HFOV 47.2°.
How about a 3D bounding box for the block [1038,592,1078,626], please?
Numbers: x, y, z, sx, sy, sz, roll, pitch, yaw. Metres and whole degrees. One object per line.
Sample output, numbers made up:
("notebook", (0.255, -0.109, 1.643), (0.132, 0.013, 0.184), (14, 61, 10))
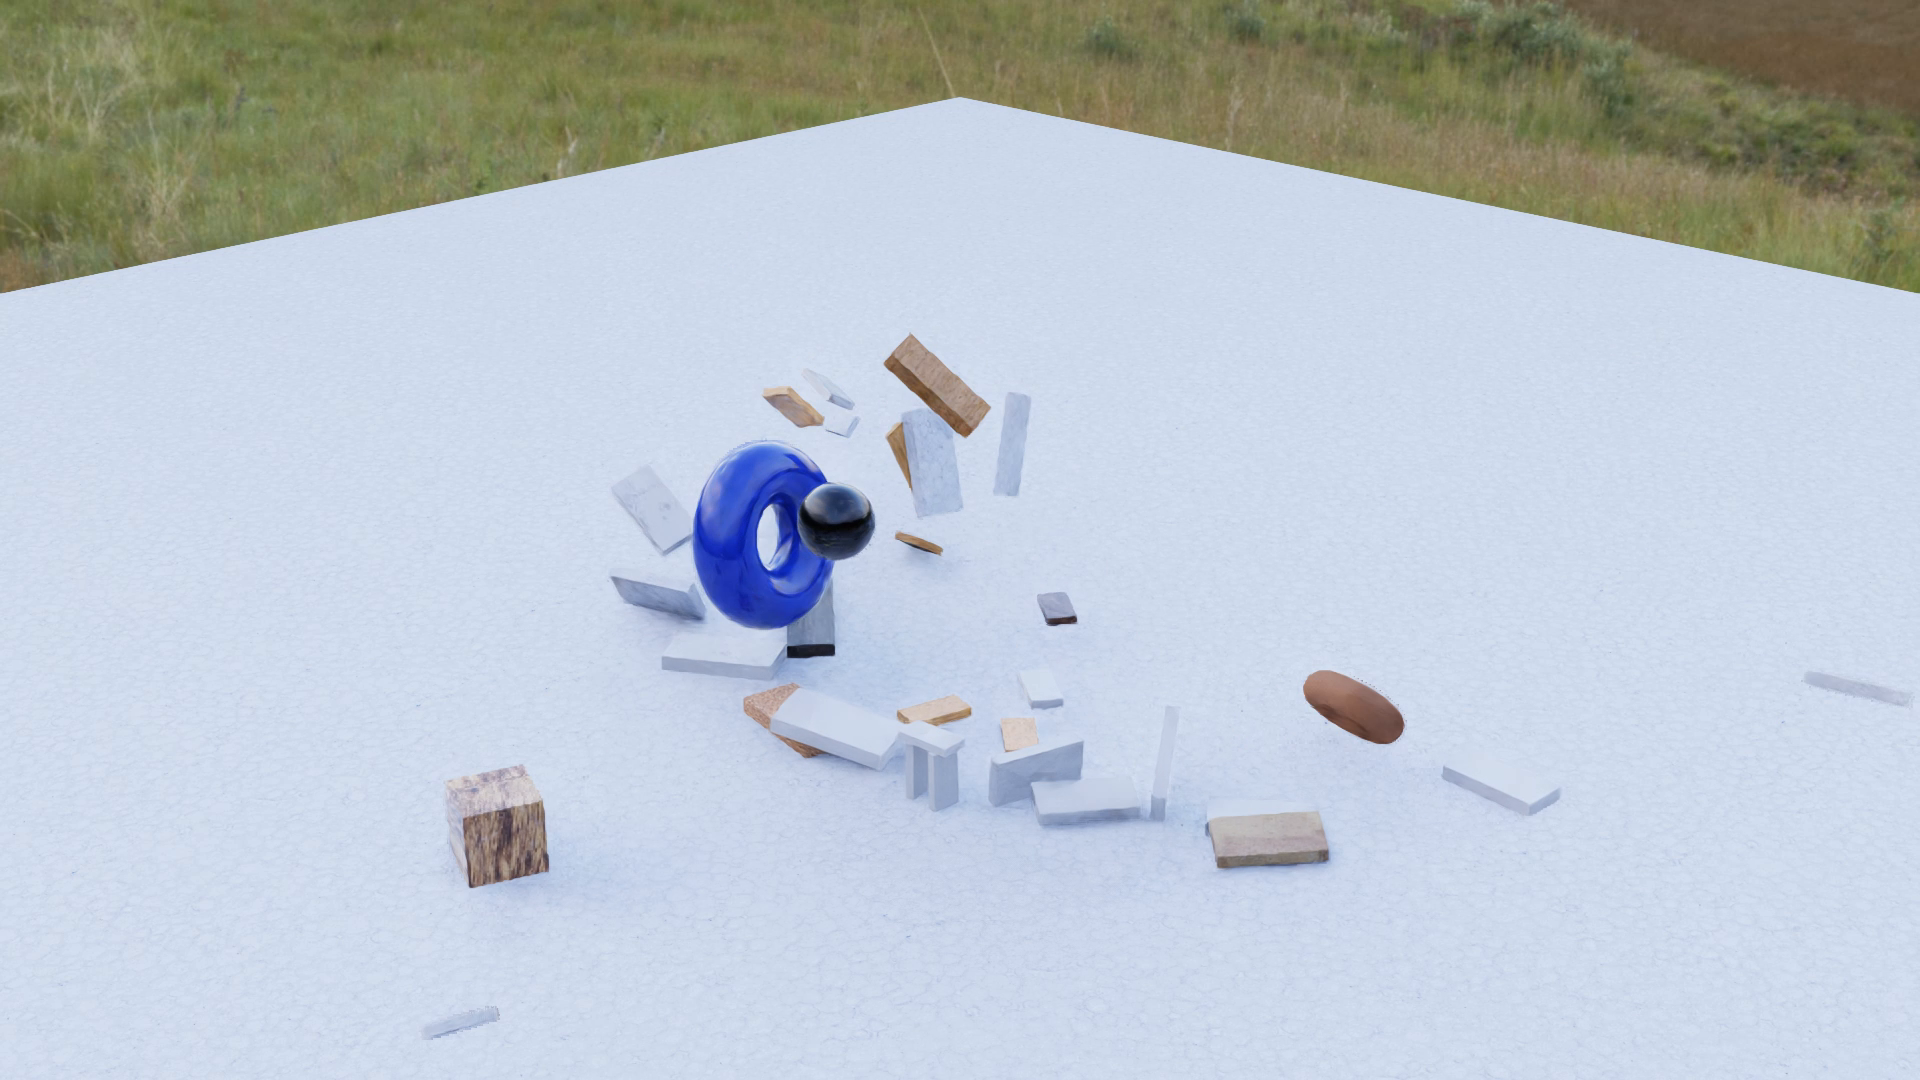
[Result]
("block", (0.236, 0.167, 5.342), (0.072, 0.020, 0.143), (-3, 23, -7))

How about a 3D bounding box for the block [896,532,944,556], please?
("block", (-0.105, 0.009, 5.628), (0.072, 0.020, 0.143), (24, -4, -27))

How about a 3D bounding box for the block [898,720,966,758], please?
("block", (-0.058, 0.403, 4.461), (0.128, 0.018, 0.064), (18, 29, 36))

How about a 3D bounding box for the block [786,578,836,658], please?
("block", (-0.358, 0.185, 5.285), (0.112, 0.032, 0.376), (-2, 23, -4))

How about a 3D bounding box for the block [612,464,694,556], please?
("block", (-0.759, -0.075, 5.487), (0.112, 0.032, 0.224), (-34, 71, -21))

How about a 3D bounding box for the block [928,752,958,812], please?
("block", (-0.034, 0.482, 4.460), (0.064, 0.128, 0.018), (-19, 28, -38))

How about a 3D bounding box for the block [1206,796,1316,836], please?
("block", (0.603, 0.560, 4.402), (0.216, 0.031, 0.108), (3, 23, 8))

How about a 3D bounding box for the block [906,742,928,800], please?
("block", (-0.086, 0.462, 4.509), (0.018, 0.128, 0.064), (13, 26, 28))

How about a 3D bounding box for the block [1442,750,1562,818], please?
("block", (1.117, 0.501, 4.541), (0.108, 0.031, 0.216), (-19, 30, -38))

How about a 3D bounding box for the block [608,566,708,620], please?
("block", (-0.730, 0.128, 5.315), (0.224, 0.112, 0.032), (11, 55, 24))

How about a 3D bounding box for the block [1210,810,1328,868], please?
("block", (0.603, 0.585, 4.297), (0.216, 0.031, 0.108), (-4, 37, -1))

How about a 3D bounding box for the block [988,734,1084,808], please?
("block", (0.156, 0.472, 4.512), (0.207, 0.104, 0.029), (-13, 31, -27))

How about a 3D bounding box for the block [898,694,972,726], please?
("block", (-0.056, 0.381, 4.837), (0.147, 0.021, 0.073), (-13, 26, -29))

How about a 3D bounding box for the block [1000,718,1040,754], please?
("block", (0.129, 0.426, 4.731), (0.073, 0.021, 0.147), (-1, 23, -3))

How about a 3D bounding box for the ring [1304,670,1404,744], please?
("ring", (0.819, 0.348, 4.575), (0.226, 0.075, 0.226), (31, -9, 5))

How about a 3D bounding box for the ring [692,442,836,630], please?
("ring", (-0.438, -0.009, 5.010), (0.144, 0.433, 0.433), (4, 21, 36))

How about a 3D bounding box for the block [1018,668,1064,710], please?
("block", (0.181, 0.334, 4.947), (0.072, 0.020, 0.153), (-4, 23, -9))

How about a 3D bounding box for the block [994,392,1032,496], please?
("block", (0.136, -0.245, 5.651), (0.037, 0.261, 0.131), (8, 1, 14))

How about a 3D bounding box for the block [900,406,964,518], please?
("block", (-0.069, -0.201, 5.550), (0.130, 0.267, 0.037), (-14, 9, -43))

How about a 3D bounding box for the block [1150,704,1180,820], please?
("block", (0.414, 0.450, 4.439), (0.029, 0.103, 0.207), (8, 59, 7))

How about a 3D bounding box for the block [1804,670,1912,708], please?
("block", (1.494, 0.247, 3.657), (0.164, 0.023, 0.082), (13, 1, 25))

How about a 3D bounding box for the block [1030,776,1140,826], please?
("block", (0.254, 0.529, 4.460), (0.207, 0.029, 0.104), (-3, 31, -7))

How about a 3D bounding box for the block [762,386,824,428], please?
("block", (-0.432, -0.345, 5.708), (0.082, 0.164, 0.023), (-4, 61, 34))

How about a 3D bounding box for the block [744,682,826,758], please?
("block", (-0.349, 0.391, 4.791), (0.130, 0.037, 0.261), (-16, 28, -32))

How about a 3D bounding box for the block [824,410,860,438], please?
("block", (-0.295, -0.291, 5.505), (0.016, 0.057, 0.114), (33, -6, -32))

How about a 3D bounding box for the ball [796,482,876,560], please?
("ball", (-0.244, -0.036, 4.325), (0.155, 0.155, 0.155), (0, 23, 0))

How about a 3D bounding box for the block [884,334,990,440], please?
("block", (-0.053, -0.361, 5.152), (0.261, 0.037, 0.131), (42, 33, -5))

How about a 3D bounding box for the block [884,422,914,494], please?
("block", (-0.119, -0.179, 5.570), (0.016, 0.264, 0.057), (9, 46, 40))

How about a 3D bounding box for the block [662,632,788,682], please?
("block", (-0.544, 0.269, 5.079), (0.261, 0.037, 0.130), (5, 24, 12))

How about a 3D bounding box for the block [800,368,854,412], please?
("block", (-0.348, -0.398, 5.797), (0.082, 0.023, 0.164), (21, 15, -40))

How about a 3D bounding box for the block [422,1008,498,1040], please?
("block", (-0.709, 0.685, 3.120), (0.057, 0.016, 0.114), (-19, -10, 13))

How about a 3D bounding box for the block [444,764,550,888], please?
("block", (-0.897, 0.553, 4.257), (0.156, 0.156, 0.156), (-10, 25, -23))

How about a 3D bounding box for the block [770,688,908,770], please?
("block", (-0.258, 0.400, 4.679), (0.261, 0.037, 0.131), (17, 32, 17))
